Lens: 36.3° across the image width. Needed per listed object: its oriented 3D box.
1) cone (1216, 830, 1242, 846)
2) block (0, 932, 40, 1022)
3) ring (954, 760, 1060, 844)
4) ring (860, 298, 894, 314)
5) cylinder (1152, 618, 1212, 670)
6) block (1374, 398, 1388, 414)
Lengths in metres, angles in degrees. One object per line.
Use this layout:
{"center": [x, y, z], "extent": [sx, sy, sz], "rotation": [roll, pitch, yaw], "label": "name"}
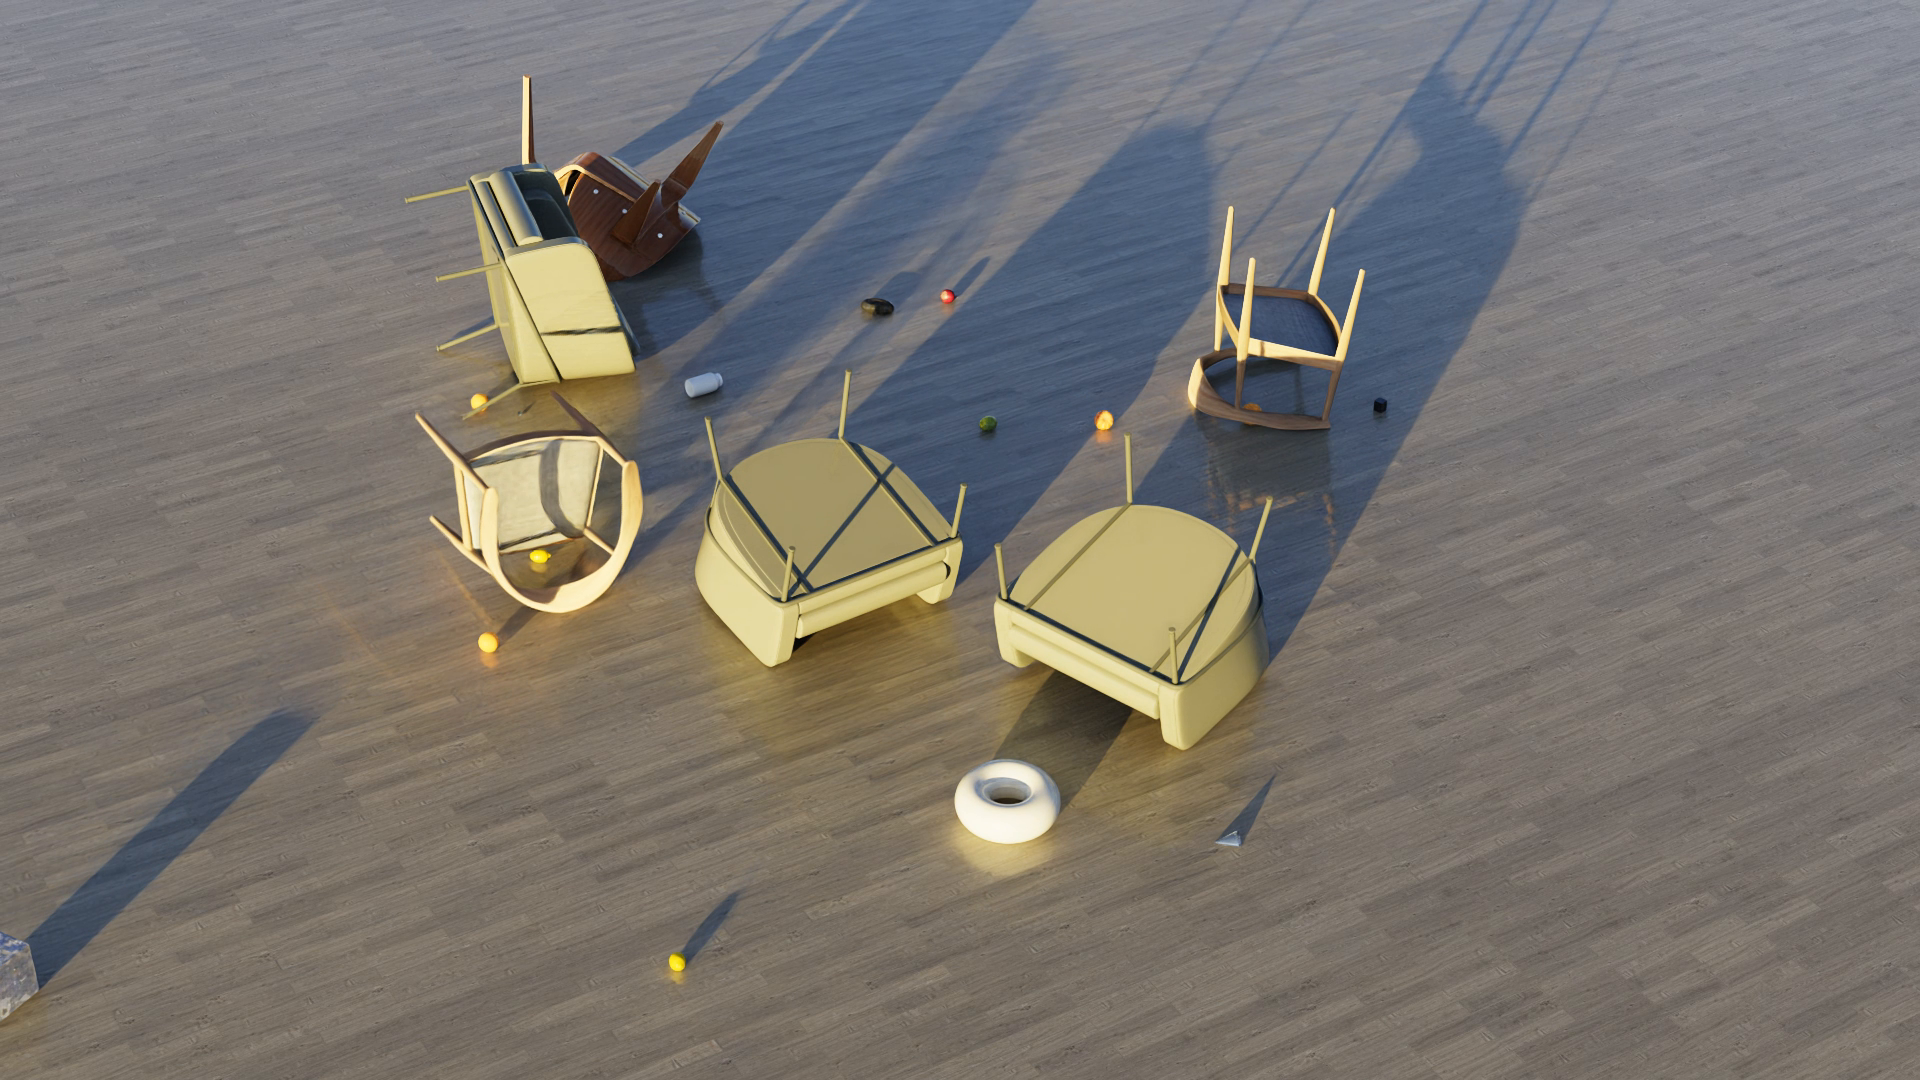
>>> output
{"center": [0.858, 0.969, 9.451], "extent": [0.085, 0.054, 0.053], "rotation": [-10, 33, 17], "label": "cone"}
{"center": [-2.919, 1.323, 8.770], "extent": [0.163, 0.183, 0.247], "rotation": [17, 37, 24], "label": "block"}
{"center": [0.155, 0.849, 9.537], "extent": [0.345, 0.135, 0.348], "rotation": [-26, 43, -33], "label": "ring"}
{"center": [-0.349, -0.987, 12.401], "extent": [0.145, 0.046, 0.083], "rotation": [10, 33, 13], "label": "ring"}
{"center": [0.777, 0.364, 10.275], "extent": [0.180, 0.128, 0.148], "rotation": [0, 32, -13], "label": "cylinder"}
{"center": [1.681, -0.539, 11.722], "extent": [0.037, 0.044, 0.035], "rotation": [28, 42, 35], "label": "block"}
